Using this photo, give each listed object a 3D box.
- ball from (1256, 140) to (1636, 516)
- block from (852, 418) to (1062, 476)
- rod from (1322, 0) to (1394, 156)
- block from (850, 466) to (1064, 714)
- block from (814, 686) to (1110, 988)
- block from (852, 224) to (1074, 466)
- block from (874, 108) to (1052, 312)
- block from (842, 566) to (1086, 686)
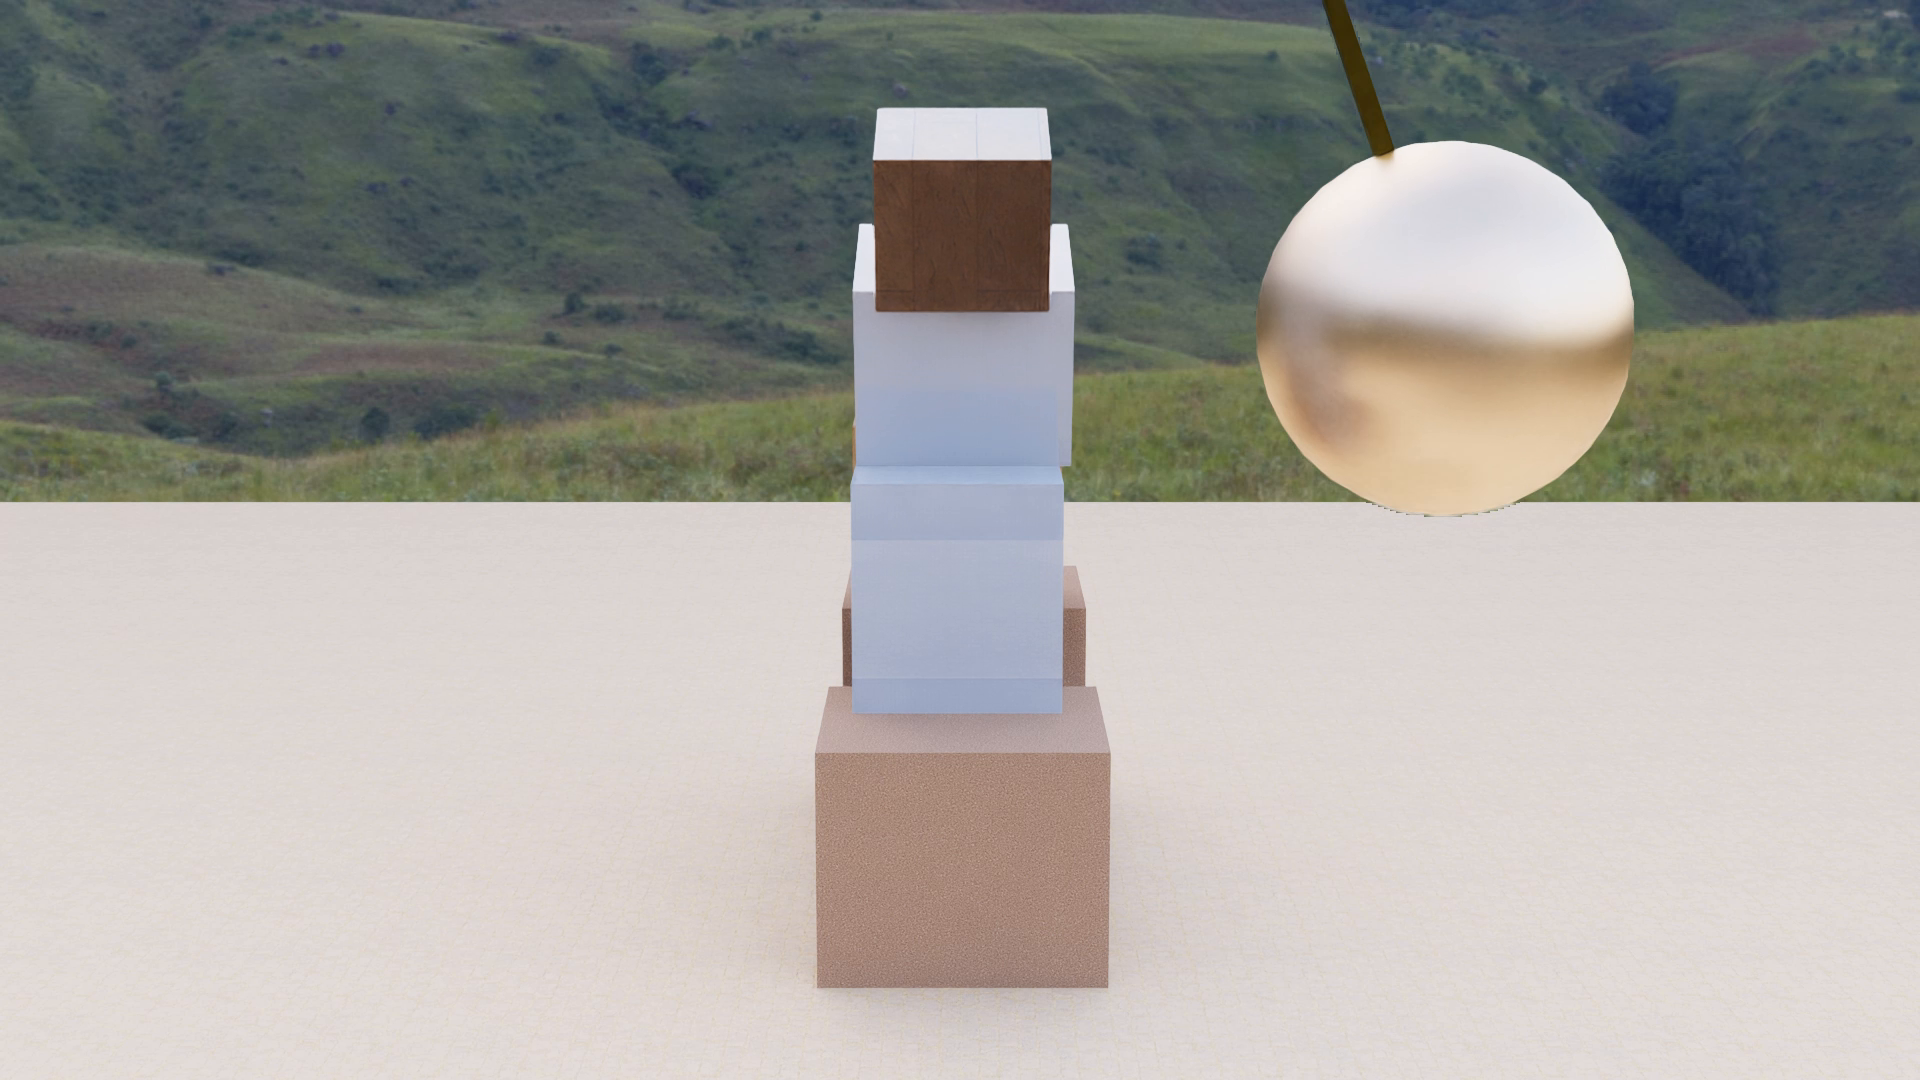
[{"bbox_3d":[2.074,-0.905,11.016,1.600,1.600,1.600,0,10,0],"label":"ball"},{"bbox_3d":[-0.010,-0.128,11.588,0.908,0.909,0.881,0,12,0],"label":"block"},{"bbox_3d":[0.899,-4.044,10.445,0.080,5.200,0.080,-20,10,4],"label":"rod"},{"bbox_3d":[-0.011,0.164,10.749,0.852,0.943,0.859,0,10,0],"label":"block"},{"bbox_3d":[0.011,1.182,10.428,1.133,0.944,1.082,0,10,0],"label":"block"},{"bbox_3d":[0.015,-0.835,10.891,0.896,0.780,0.794,0,27,0],"label":"block"},{"bbox_3d":[0.009,-1.333,10.315,0.688,0.628,0.653,0,27,0],"label":"block"},{"bbox_3d":[0.019,0.760,12.311,1.114,1.099,1.032,0,10,0],"label":"block"}]
